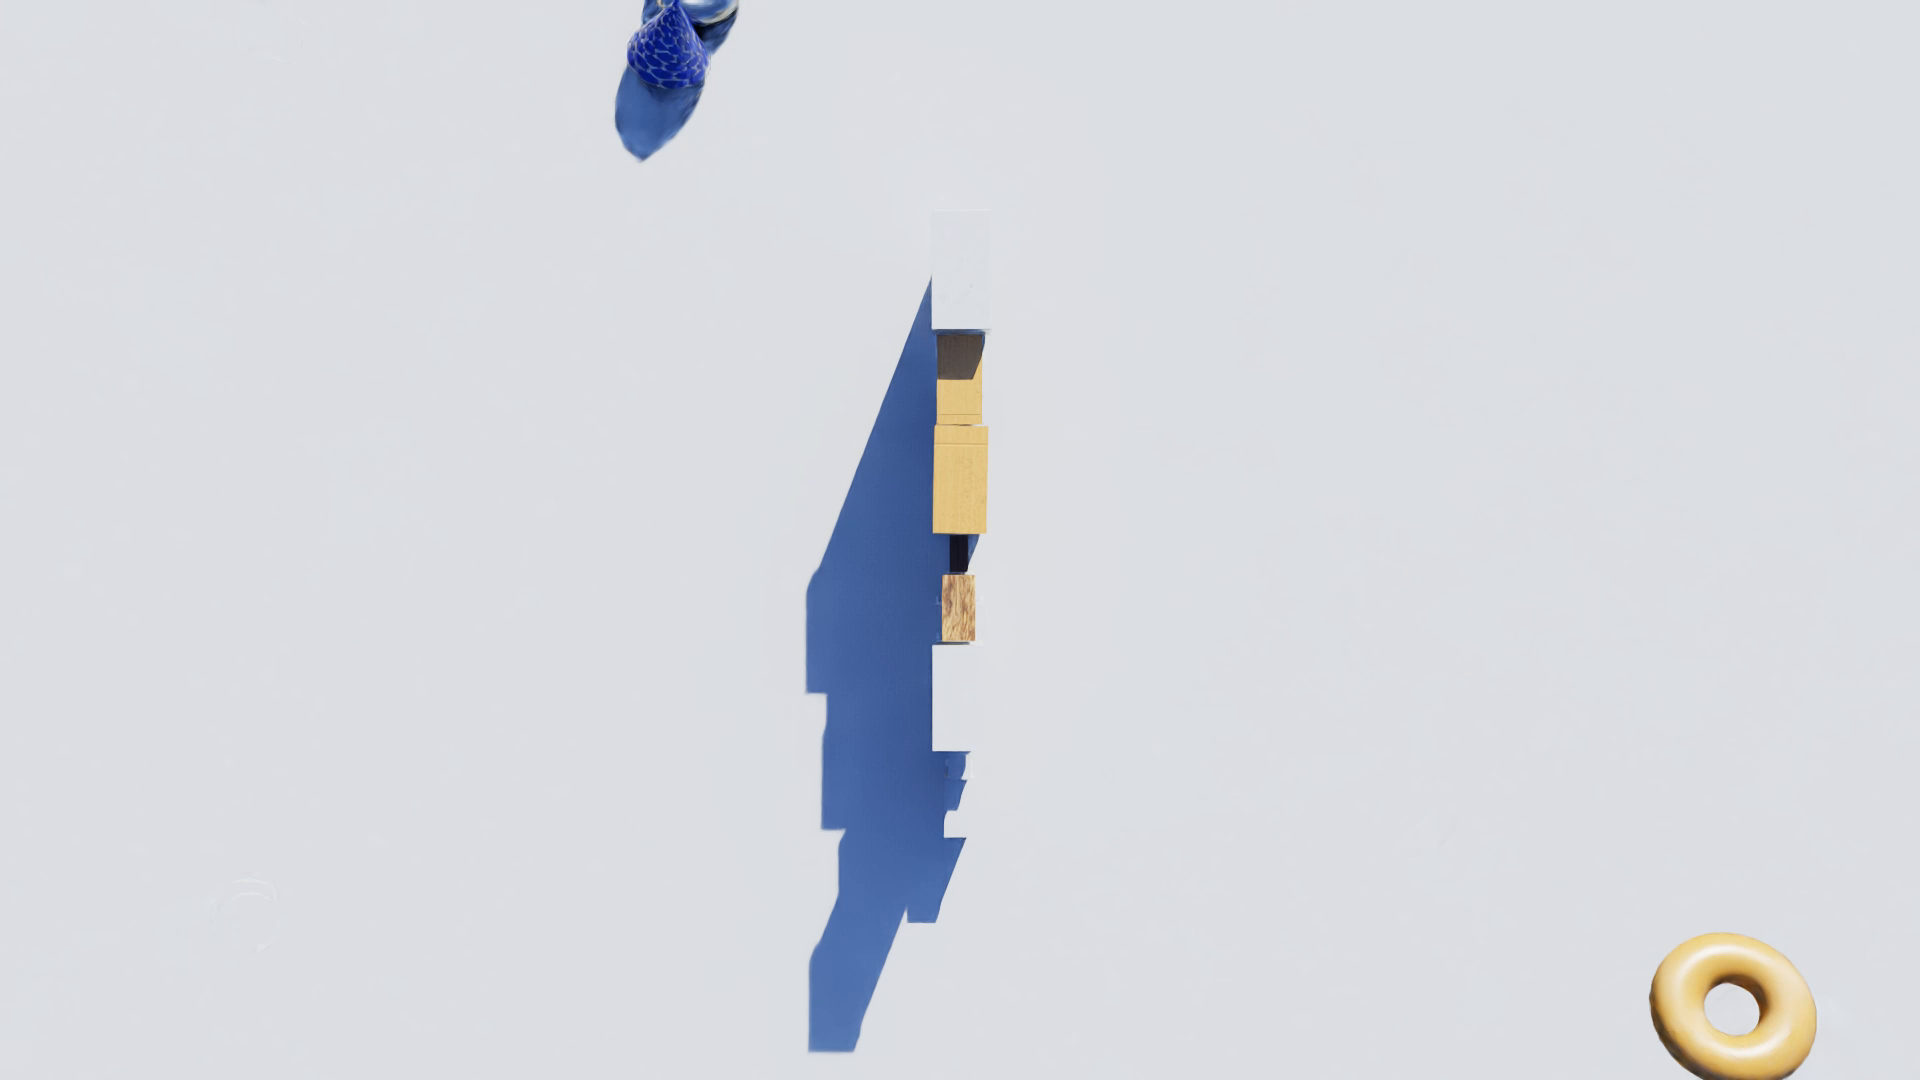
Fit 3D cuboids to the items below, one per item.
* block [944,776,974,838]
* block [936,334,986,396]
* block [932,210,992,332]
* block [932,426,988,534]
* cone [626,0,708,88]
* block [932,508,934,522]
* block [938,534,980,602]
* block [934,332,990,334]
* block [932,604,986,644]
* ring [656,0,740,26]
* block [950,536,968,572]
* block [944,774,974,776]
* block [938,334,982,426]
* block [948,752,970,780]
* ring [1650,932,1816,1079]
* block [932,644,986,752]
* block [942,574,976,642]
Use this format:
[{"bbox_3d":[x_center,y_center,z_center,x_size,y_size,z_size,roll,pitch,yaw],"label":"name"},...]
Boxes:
[{"bbox_3d":[-0.003,0.856,5.296,0.095,0.027,0.191,0,90,0],"label":"block"},{"bbox_3d":[0.001,-0.608,5.167,0.156,0.044,0.311,0,90,0],"label":"block"},{"bbox_3d":[0.005,-0.780,4.776,0.172,0.049,0.344,0,90,0],"label":"block"},{"bbox_3d":[0.002,-0.177,4.863,0.158,0.045,0.316,1,90,0],"label":"block"},{"bbox_3d":[-0.927,-1.651,5.316,0.271,0.271,0.271,7,64,-14],"label":"cone"},{"bbox_3d":[-0.001,-0.073,5.043,0.158,0.316,0.045,0,90,0],"label":"block"},{"bbox_3d":[-0.003,0.064,5.220,0.131,0.037,0.262,0,90,0],"label":"block"},{"bbox_3d":[0.005,-0.665,4.973,0.172,0.344,0.049,0,90,0],"label":"block"},{"bbox_3d":[-0.001,0.369,5.138,0.169,0.048,0.338,0,90,0],"label":"block"},{"bbox_3d":[-0.867,-1.846,5.441,0.305,0.102,0.305,0,91,-5],"label":"ring"},{"bbox_3d":[-0.004,0.042,5.081,0.056,0.016,0.113,0,90,0],"label":"block"},{"bbox_3d":[-0.003,0.793,5.405,0.095,0.191,0.027,0,90,0],"label":"block"},{"bbox_3d":[-0.001,-0.472,4.863,0.131,0.037,0.263,0,90,0],"label":"block"},{"bbox_3d":[-0.001,0.685,5.217,0.071,0.020,0.141,0,90,0],"label":"block"},{"bbox_3d":[1.913,1.164,4.088,0.379,0.126,0.379,-7,63,14],"label":"ring"},{"bbox_3d":[-0.003,0.458,4.788,0.152,0.043,0.304,0,90,0],"label":"block"},{"bbox_3d":[-0.003,0.202,4.903,0.099,0.028,0.197,0,90,0],"label":"block"}]
